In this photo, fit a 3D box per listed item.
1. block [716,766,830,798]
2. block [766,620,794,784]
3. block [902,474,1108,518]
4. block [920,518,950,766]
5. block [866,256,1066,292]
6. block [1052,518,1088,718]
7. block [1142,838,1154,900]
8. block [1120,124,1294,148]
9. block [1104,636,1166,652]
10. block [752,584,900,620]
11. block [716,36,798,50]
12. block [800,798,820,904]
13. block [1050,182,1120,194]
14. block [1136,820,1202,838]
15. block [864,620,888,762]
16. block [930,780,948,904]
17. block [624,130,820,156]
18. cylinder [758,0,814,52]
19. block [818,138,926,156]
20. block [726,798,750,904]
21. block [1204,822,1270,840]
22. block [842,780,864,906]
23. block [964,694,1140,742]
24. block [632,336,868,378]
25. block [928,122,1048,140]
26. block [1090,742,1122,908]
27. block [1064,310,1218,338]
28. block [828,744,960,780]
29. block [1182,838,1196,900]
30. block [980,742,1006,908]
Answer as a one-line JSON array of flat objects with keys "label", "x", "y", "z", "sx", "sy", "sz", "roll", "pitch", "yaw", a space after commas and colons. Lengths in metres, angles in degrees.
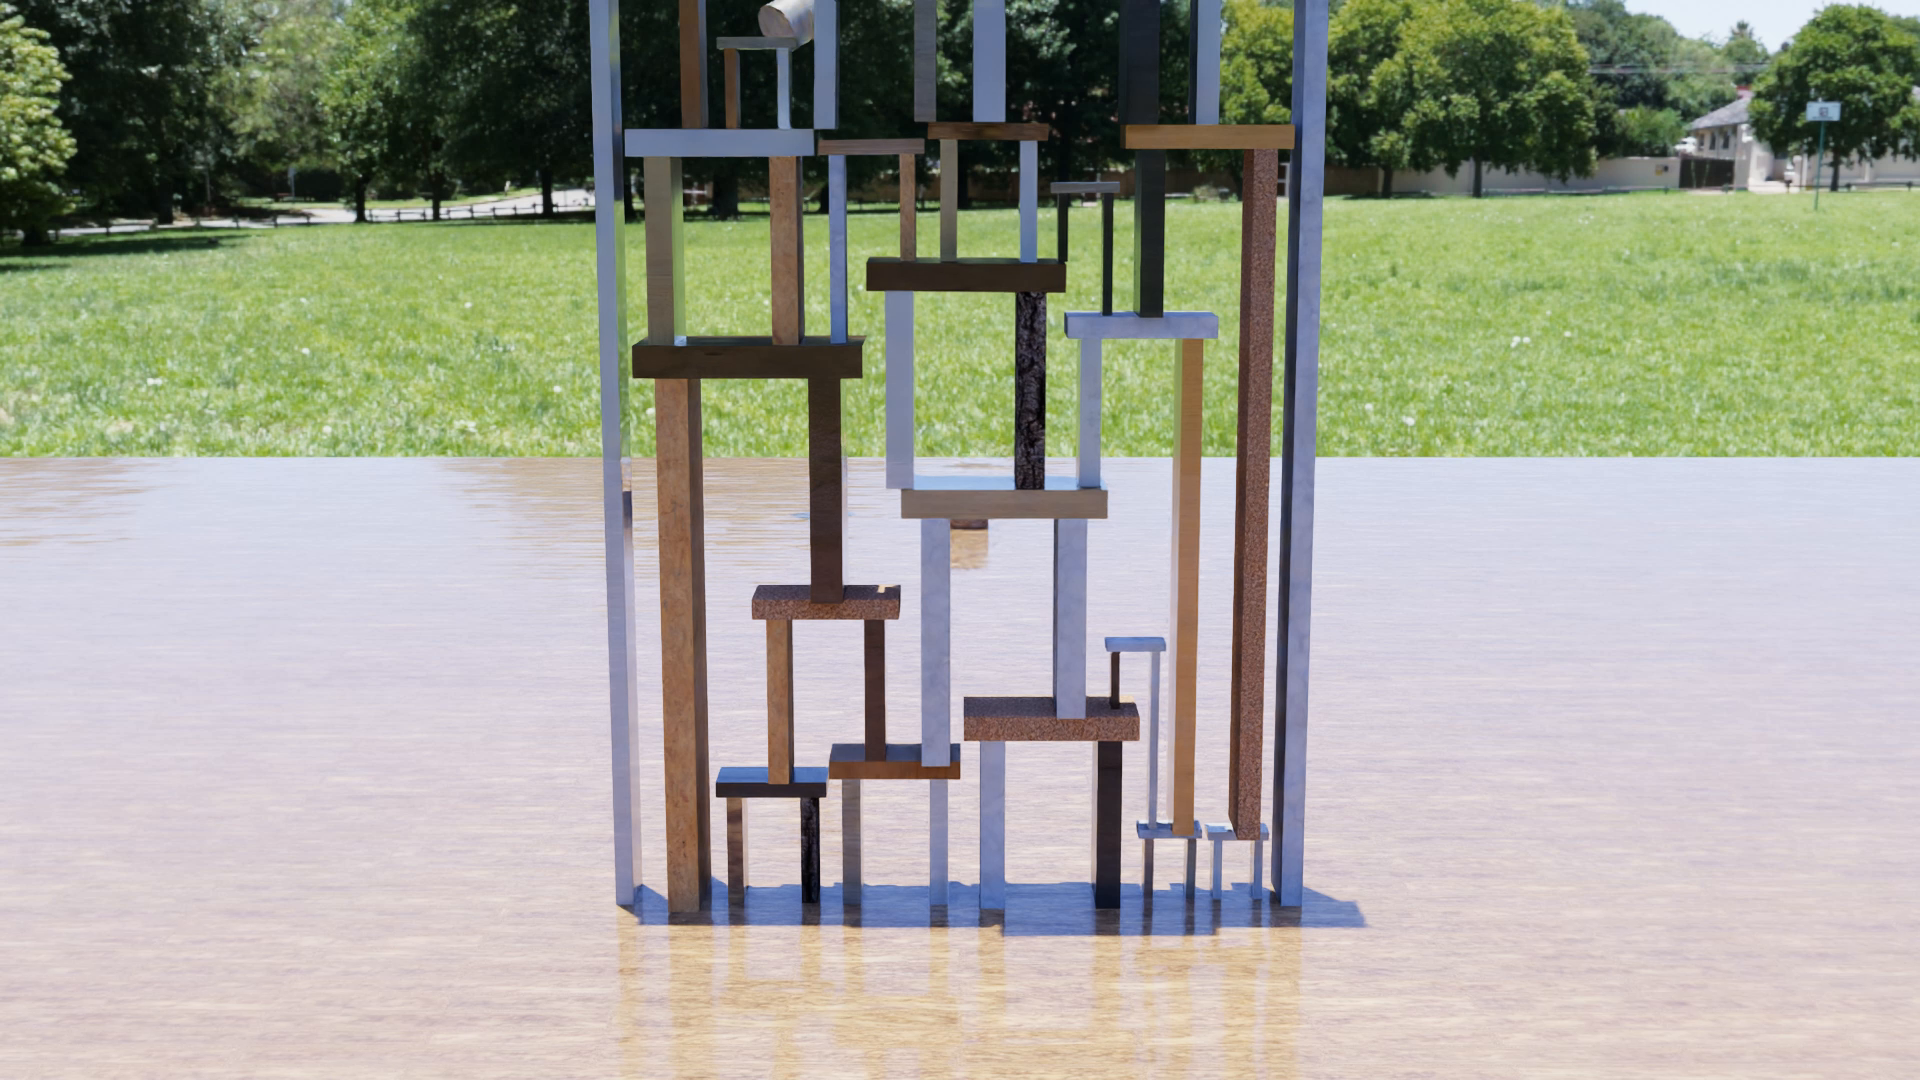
[{"label": "block", "x": -0.309, "y": 0.400, "z": 3.633, "sx": 0.181, "sy": 0.026, "sz": 0.090, "roll": 0, "pitch": 11, "yaw": 0}, {"label": "block", "x": -0.295, "y": 0.252, "z": 3.609, "sx": 0.033, "sy": 0.274, "sz": 0.118, "roll": 0, "pitch": 10, "yaw": 0}, {"label": "block", "x": 0.070, "y": -0.071, "z": 3.544, "sx": 0.326, "sy": 0.046, "sz": 0.163, "roll": 0, "pitch": 11, "yaw": 0}, {"label": "block", "x": -0.039, "y": 0.151, "z": 3.584, "sx": 0.046, "sy": 0.405, "sz": 0.163, "roll": 0, "pitch": 10, "yaw": 0}, {"label": "block", "x": 0.009, "y": -0.420, "z": 3.480, "sx": 0.310, "sy": 0.044, "sz": 0.155, "roll": 0, "pitch": 11, "yaw": -1}, {"label": "block", "x": 0.178, "y": 0.112, "z": 3.579, "sx": 0.046, "sy": 0.326, "sz": 0.163, "roll": 0, "pitch": 11, "yaw": 0}, {"label": "block", "x": 0.312, "y": 0.539, "z": 3.659, "sx": 0.015, "sy": 0.104, "sz": 0.052, "roll": 0, "pitch": 11, "yaw": 0}, {"label": "block", "x": 0.384, "y": -0.631, "z": 3.440, "sx": 0.259, "sy": 0.037, "sz": 0.130, "roll": 0, "pitch": 11, "yaw": 0}, {"label": "block", "x": 0.286, "y": 0.170, "z": 3.591, "sx": 0.096, "sy": 0.014, "sz": 0.048, "roll": 0, "pitch": 11, "yaw": -1}, {"label": "block", "x": -0.216, "y": 0.101, "z": 3.581, "sx": 0.236, "sy": 0.033, "sz": 0.118, "roll": 0, "pitch": 11, "yaw": 0}, {"label": "block", "x": -0.314, "y": -0.771, "z": 3.413, "sx": 0.122, "sy": 0.017, "sz": 0.061, "roll": 0, "pitch": 11, "yaw": 0}, {"label": "block", "x": -0.248, "y": 0.501, "z": 3.652, "sx": 0.026, "sy": 0.181, "sz": 0.090, "roll": 0, "pitch": 11, "yaw": 0}, {"label": "block", "x": 0.196, "y": -0.554, "z": 3.457, "sx": 0.107, "sy": 0.015, "sz": 0.054, "roll": -1, "pitch": 11, "yaw": 1}, {"label": "block", "x": 0.347, "y": 0.480, "z": 3.649, "sx": 0.104, "sy": 0.015, "sz": 0.052, "roll": 0, "pitch": 11, "yaw": 0}, {"label": "block", "x": -0.137, "y": 0.233, "z": 3.605, "sx": 0.033, "sy": 0.236, "sz": 0.118, "roll": 0, "pitch": 10, "yaw": 0}, {"label": "block", "x": -0.035, "y": 0.485, "z": 3.648, "sx": 0.030, "sy": 0.214, "sz": 0.107, "roll": 0, "pitch": 11, "yaw": 0}, {"label": "block", "x": -0.369, "y": -0.623, "z": 3.446, "sx": 0.290, "sy": 0.041, "sz": 0.145, "roll": 0, "pitch": 11, "yaw": 0}, {"label": "cylinder", "x": -0.489, "y": -1.546, "z": 6.526, "sx": 0.154, "sy": 0.154, "sz": 0.154, "roll": -38, "pitch": 31, "yaw": -30}, {"label": "block", "x": -0.137, "y": -0.616, "z": 3.446, "sx": 0.165, "sy": 0.023, "sz": 0.082, "roll": -1, "pitch": 11, "yaw": 1}, {"label": "block", "x": -0.369, "y": 0.501, "z": 3.652, "sx": 0.026, "sy": 0.181, "sz": 0.090, "roll": 0, "pitch": 11, "yaw": 0}, {"label": "block", "x": 0.459, "y": 0.484, "z": 3.649, "sx": 0.101, "sy": 0.014, "sz": 0.050, "roll": 0, "pitch": 11, "yaw": 0}, {"label": "block", "x": -0.177, "y": 0.485, "z": 3.648, "sx": 0.030, "sy": 0.214, "sz": 0.107, "roll": 0, "pitch": 11, "yaw": 0}, {"label": "block", "x": 0.148, "y": 0.292, "z": 3.612, "sx": 0.284, "sy": 0.040, "sz": 0.142, "roll": 0, "pitch": 11, "yaw": 0}, {"label": "block", "x": -0.331, "y": -0.292, "z": 3.506, "sx": 0.358, "sy": 0.051, "sz": 0.179, "roll": 0, "pitch": 11, "yaw": 0}, {"label": "block", "x": 0.044, "y": -0.640, "z": 3.441, "sx": 0.187, "sy": 0.027, "sz": 0.094, "roll": 1, "pitch": 11, "yaw": 1}, {"label": "block", "x": 0.242, "y": 0.451, "z": 3.641, "sx": 0.040, "sy": 0.283, "sz": 0.142, "roll": 0, "pitch": 11, "yaw": 0}, {"label": "block", "x": 0.286, "y": -0.343, "z": 3.498, "sx": 0.236, "sy": 0.033, "sz": 0.118, "roll": 0, "pitch": 11, "yaw": 0}, {"label": "block", "x": -0.106, "y": 0.365, "z": 3.625, "sx": 0.214, "sy": 0.030, "sz": 0.107, "roll": 0, "pitch": 11, "yaw": 0}, {"label": "block", "x": 0.382, "y": 0.539, "z": 3.659, "sx": 0.015, "sy": 0.104, "sz": 0.052, "roll": 1, "pitch": 11, "yaw": 0}, {"label": "block", "x": 0.053, "y": 0.451, "z": 3.642, "sx": 0.040, "sy": 0.284, "sz": 0.142, "roll": 0, "pitch": 11, "yaw": 0}]
